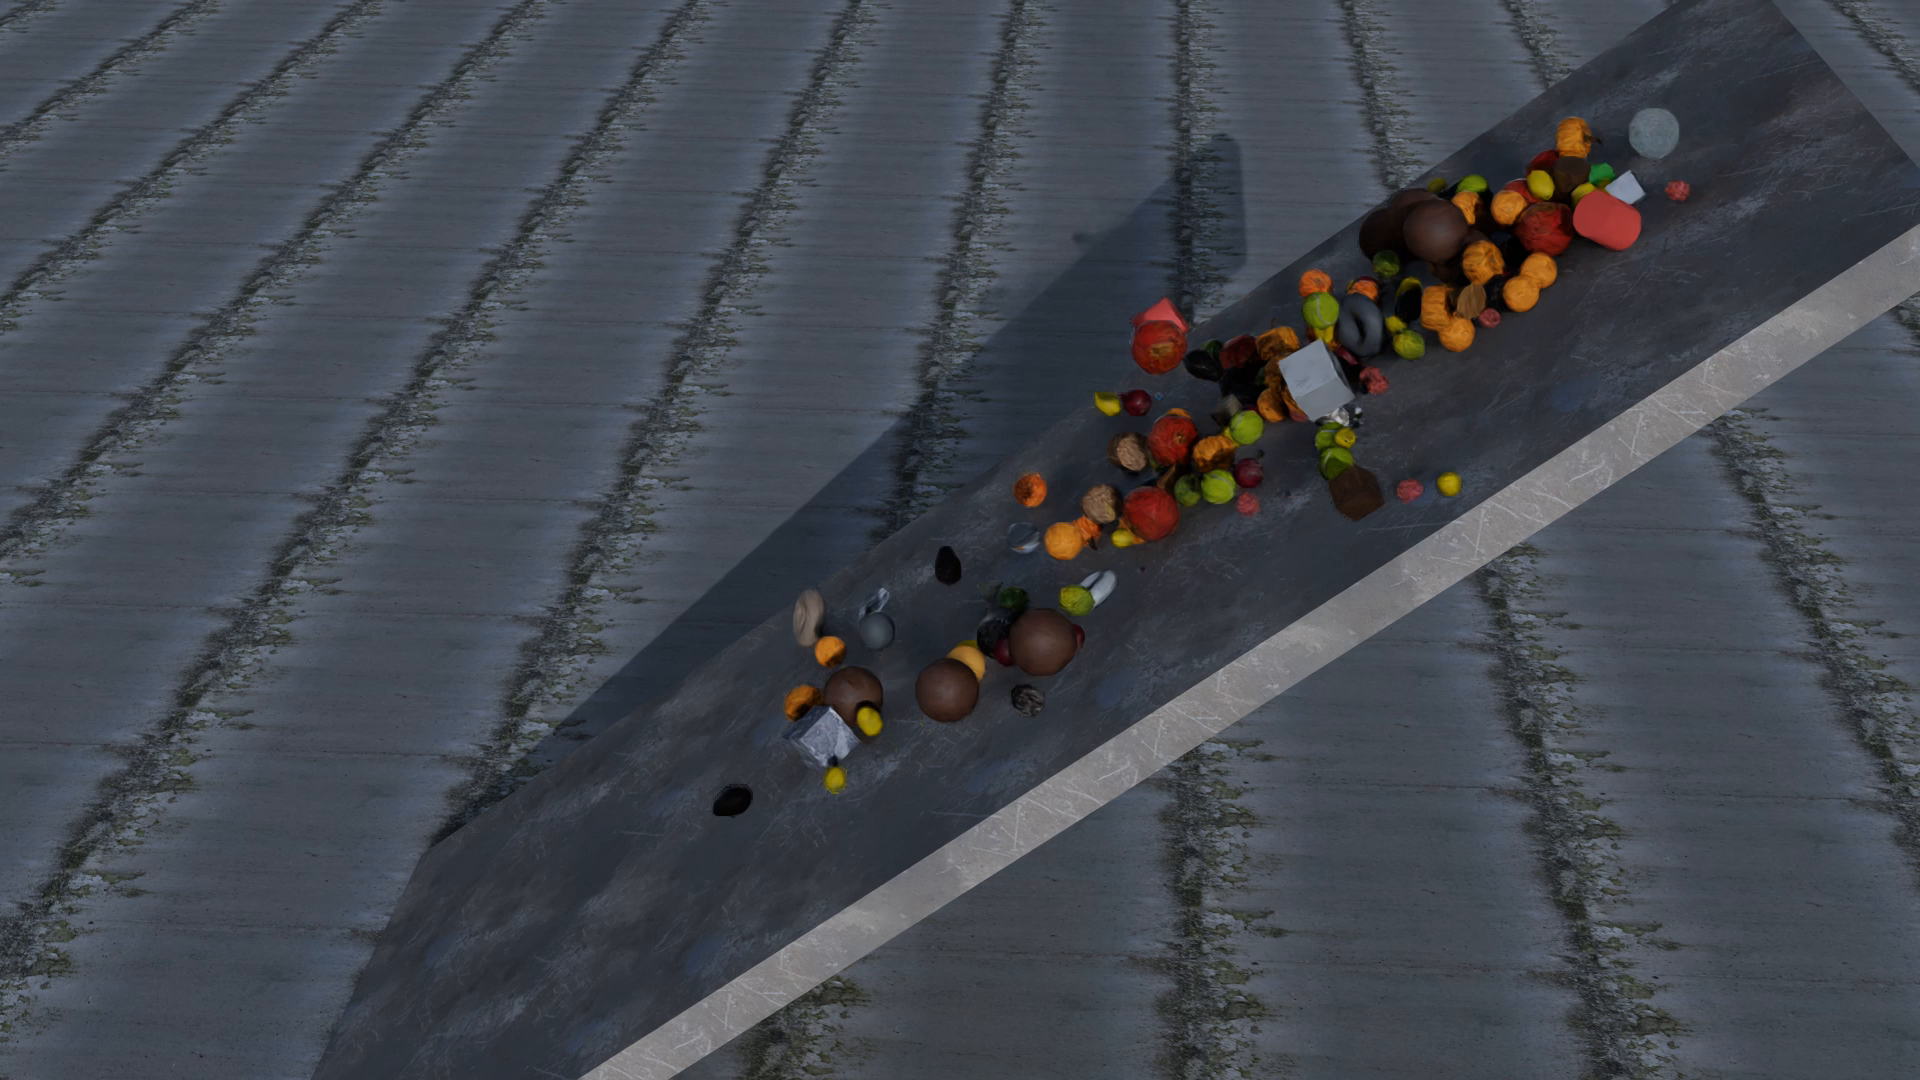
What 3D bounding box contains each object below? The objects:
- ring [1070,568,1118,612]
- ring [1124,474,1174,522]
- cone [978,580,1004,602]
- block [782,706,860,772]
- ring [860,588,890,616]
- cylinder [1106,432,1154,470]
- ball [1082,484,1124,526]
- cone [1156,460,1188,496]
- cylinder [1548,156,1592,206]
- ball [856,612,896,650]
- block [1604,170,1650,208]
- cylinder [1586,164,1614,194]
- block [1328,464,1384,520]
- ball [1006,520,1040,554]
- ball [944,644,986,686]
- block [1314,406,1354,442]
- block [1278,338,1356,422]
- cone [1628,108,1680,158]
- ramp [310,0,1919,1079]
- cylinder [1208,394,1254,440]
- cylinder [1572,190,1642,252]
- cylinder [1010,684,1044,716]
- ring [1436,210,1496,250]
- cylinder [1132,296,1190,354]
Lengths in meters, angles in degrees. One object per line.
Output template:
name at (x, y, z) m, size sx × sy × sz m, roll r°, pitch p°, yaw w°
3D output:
ring at (0.271, 0.102, 5.960) m, size 0.111 × 0.037 × 0.111 m, roll -37°, pitch 15°, yaw 12°
ring at (0.401, -0.089, 6.195) m, size 0.131 × 0.044 × 0.131 m, roll -35°, pitch 17°, yaw 12°
cone at (0.075, 0.100, 6.366) m, size 0.053 × 0.053 × 0.053 m, roll -37°, pitch 10°, yaw 23°
block at (-0.293, 0.420, 6.217) m, size 0.098 × 0.098 × 0.098 m, roll -44°, pitch 16°, yaw -19°
ring at (-0.202, 0.147, 6.908) m, size 0.084 × 0.028 × 0.084 m, roll -35°, pitch 21°, yaw 16°
cylinder at (0.373, -0.195, 6.468) m, size 0.082 × 0.082 × 0.082 m, roll -6°, pitch 4°, yaw -14°
ball at (0.298, -0.075, 6.139) m, size 0.088 × 0.088 × 0.088 m, roll 0°, pitch 22°, yaw 0°
cone at (0.449, -0.140, 6.128) m, size 0.068 × 0.068 × 0.068 m, roll 6°, pitch 38°, yaw -4°
cylinder at (1.215, -0.714, 5.859) m, size 0.073 × 0.073 × 0.073 m, roll 1°, pitch 38°, yaw -1°
ball at (-0.189, 0.204, 6.616) m, size 0.086 × 0.086 × 0.086 m, roll 0°, pitch 22°, yaw 0°
block at (1.305, -0.680, 5.749) m, size 0.058 × 0.058 × 0.058 m, roll -35°, pitch -11°, yaw 19°
cylinder at (1.279, -0.728, 5.929) m, size 0.057 × 0.057 × 0.057 m, roll -21°, pitch 12°, yaw -41°
block at (0.723, -0.086, 5.362) m, size 0.064 × 0.064 × 0.064 m, roll 24°, pitch 42°, yaw -40°
ball at (0.140, -0.005, 6.488) m, size 0.075 × 0.075 × 0.075 m, roll 0°, pitch 22°, yaw 0°
ball at (0.011, 0.257, 6.019) m, size 0.085 × 0.085 × 0.085 m, roll 0°, pitch 22°, yaw 0°
block at (0.736, -0.248, 5.848) m, size 0.065 × 0.065 × 0.065 m, roll -36°, pitch 16°, yaw 9°
block at (0.678, -0.304, 5.598) m, size 0.095 × 0.095 × 0.095 m, roll -29°, pitch 56°, yaw 15°
cone at (1.379, -0.811, 5.872) m, size 0.100 × 0.100 × 0.100 m, roll 2°, pitch 6°, yaw 6°
ramp at (0.130, 0.178, 6.319) m, size 4.000 × 0.100 × 2.000 m, roll -34°, pitch 16°, yaw 16°
cylinder at (0.575, -0.262, 6.228) m, size 0.069 × 0.069 × 0.069 m, roll -41°, pitch 10°, yaw 9°
cylinder at (1.236, -0.609, 5.614) m, size 0.092 × 0.092 × 0.092 m, roll 18°, pitch 8°, yaw -37°
cylinder at (0.129, 0.307, 5.651) m, size 0.054 × 0.054 × 0.054 m, roll -4°, pitch 8°, yaw -10°
ring at (1.064, -0.652, 6.186) m, size 0.130 × 0.043 × 0.130 m, roll -20°, pitch 24°, yaw 10°
cylinder at (0.447, -0.478, 6.549) m, size 0.093 × 0.093 × 0.093 m, roll -35°, pitch 18°, yaw 13°
